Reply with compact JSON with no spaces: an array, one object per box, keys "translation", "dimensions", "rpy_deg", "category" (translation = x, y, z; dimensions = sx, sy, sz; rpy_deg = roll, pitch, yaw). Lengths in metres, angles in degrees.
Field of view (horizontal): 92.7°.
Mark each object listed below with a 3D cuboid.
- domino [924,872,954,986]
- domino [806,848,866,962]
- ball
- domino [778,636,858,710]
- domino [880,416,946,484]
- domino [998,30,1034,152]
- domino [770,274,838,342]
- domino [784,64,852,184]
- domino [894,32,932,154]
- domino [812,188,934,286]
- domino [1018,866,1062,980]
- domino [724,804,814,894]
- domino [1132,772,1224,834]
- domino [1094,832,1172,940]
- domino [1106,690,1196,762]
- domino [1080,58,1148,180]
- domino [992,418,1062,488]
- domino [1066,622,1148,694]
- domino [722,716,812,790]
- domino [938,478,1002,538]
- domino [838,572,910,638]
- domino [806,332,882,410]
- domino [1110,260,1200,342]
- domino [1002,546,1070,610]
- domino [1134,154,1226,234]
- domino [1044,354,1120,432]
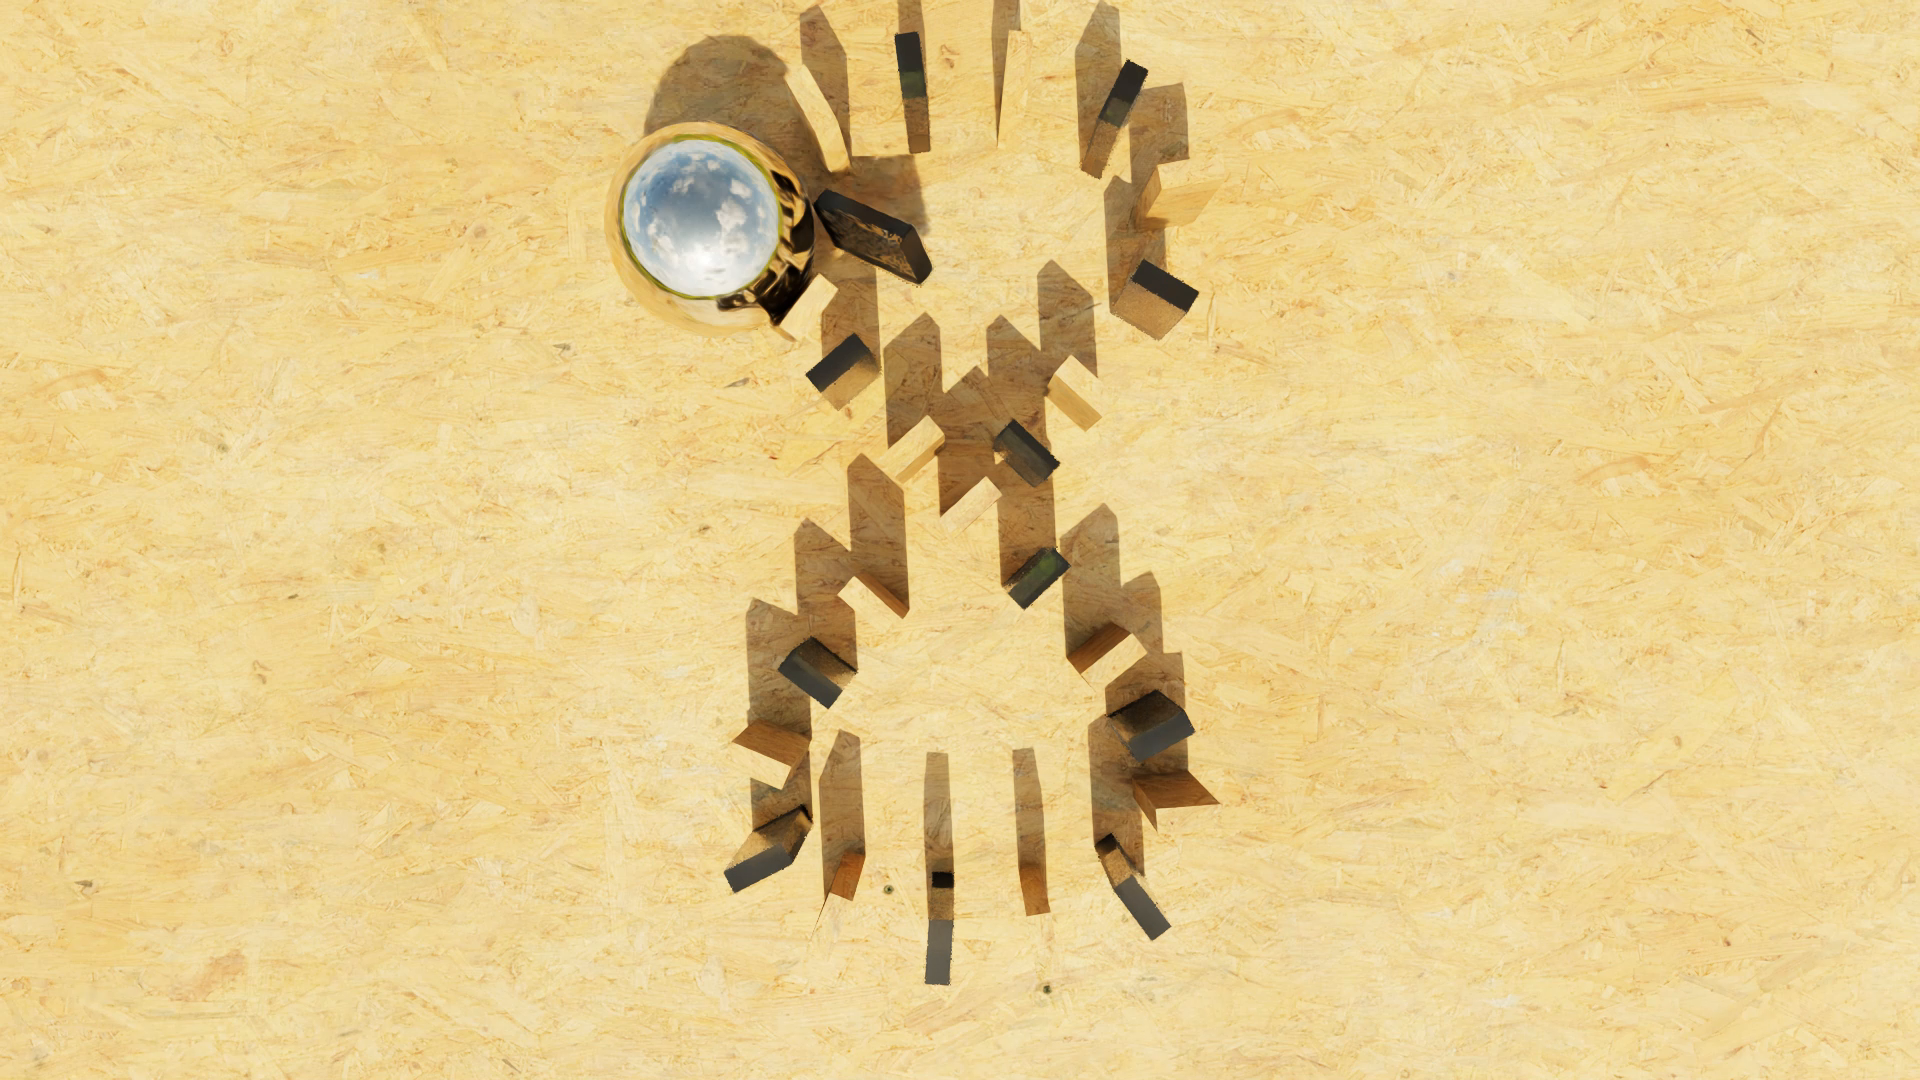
[{"translation":[-0.008,0.158,0.375],"dimensions":[0.009,0.050,0.025],"rpy_deg":[4,90,0],"category":"domino"},{"translation":[-0.050,0.148,0.375],"dimensions":[0.010,0.050,0.025],"rpy_deg":[22,90,0],"category":"domino"},{"translation":[-0.097,-0.121,0.360],"dimensions":[0.080,0.080,0.080],"rpy_deg":[0,90,0],"category":"ball"},{"translation":[-0.057,0.054,0.375],"dimensions":[0.025,0.050,0.010],"rpy_deg":[38,90,0],"category":"domino"},{"translation":[-0.019,-0.036,0.375],"dimensions":[0.025,0.050,0.010],"rpy_deg":[-41,90,0],"category":"domino"},{"translation":[0.022,-0.182,0.375],"dimensions":[0.010,0.050,0.025],"rpy_deg":[6,90,0],"category":"domino"},{"translation":[-0.065,-0.094,0.375],"dimensions":[0.010,0.050,0.025],"rpy_deg":[37,90,-20],"category":"domino"},{"translation":[-0.057,-0.169,0.375],"dimensions":[0.010,0.050,0.025],"rpy_deg":[-30,90,0],"category":"domino"},{"translation":[-0.019,-0.181,0.375],"dimensions":[0.009,0.050,0.025],"rpy_deg":[-8,90,0],"category":"domino"},{"translation":[-0.036,-0.125,0.377],"dimensions":[0.050,0.025,0.010],"rpy_deg":[32,78,28],"category":"domino"},{"translation":[0.032,0.155,0.375],"dimensions":[0.009,0.050,0.025],"rpy_deg":[-10,90,0],"category":"domino"},{"translation":[-0.077,0.125,0.375],"dimensions":[0.025,0.050,0.009],"rpy_deg":[-27,90,0],"category":"domino"},{"translation":[0.088,0.107,0.375],"dimensions":[0.025,0.050,0.009],"rpy_deg":[-4,90,0],"category":"domino"},{"translation":[0.070,0.141,0.375],"dimensions":[0.010,0.050,0.025],"rpy_deg":[-37,90,0],"category":"domino"},{"translation":[0.077,0.075,0.375],"dimensions":[0.025,0.050,0.009],"rpy_deg":[-28,90,0],"category":"domino"},{"translation":[0.062,-0.171,0.375],"dimensions":[0.010,0.050,0.025],"rpy_deg":[26,90,0],"category":"domino"},{"translation":[0.026,-0.034,0.375],"dimensions":[0.025,0.050,0.010],"rpy_deg":[43,90,0],"category":"domino"},{"translation":[0.059,0.047,0.375],"dimensions":[0.025,0.050,0.009],"rpy_deg":[-39,90,0],"category":"domino"},{"translation":[-0.078,0.086,0.375],"dimensions":[0.025,0.050,0.009],"rpy_deg":[23,90,0],"category":"domino"},{"translation":[0.004,-0.012,0.375],"dimensions":[0.025,0.050,0.010],"rpy_deg":[-42,90,0],"category":"domino"},{"translation":[-0.034,0.026,0.375],"dimensions":[0.025,0.050,0.010],"rpy_deg":[42,90,0],"category":"domino"},{"translation":[-0.047,-0.068,0.375],"dimensions":[0.025,0.050,0.010],"rpy_deg":[-40,90,0],"category":"domino"},{"translation":[0.079,-0.097,0.375],"dimensions":[0.025,0.050,0.010],"rpy_deg":[30,90,0],"category":"domino"},{"translation":[0.030,0.015,0.375],"dimensions":[0.025,0.050,0.009],"rpy_deg":[-44,90,0],"category":"domino"},{"translation":[0.089,-0.141,0.375],"dimensions":[0.025,0.050,0.009],"rpy_deg":[-10,90,0],"category":"domino"},{"translation":[0.049,-0.059,0.375],"dimensions":[0.025,0.050,0.009],"rpy_deg":[42,90,0],"category":"domino"}]
